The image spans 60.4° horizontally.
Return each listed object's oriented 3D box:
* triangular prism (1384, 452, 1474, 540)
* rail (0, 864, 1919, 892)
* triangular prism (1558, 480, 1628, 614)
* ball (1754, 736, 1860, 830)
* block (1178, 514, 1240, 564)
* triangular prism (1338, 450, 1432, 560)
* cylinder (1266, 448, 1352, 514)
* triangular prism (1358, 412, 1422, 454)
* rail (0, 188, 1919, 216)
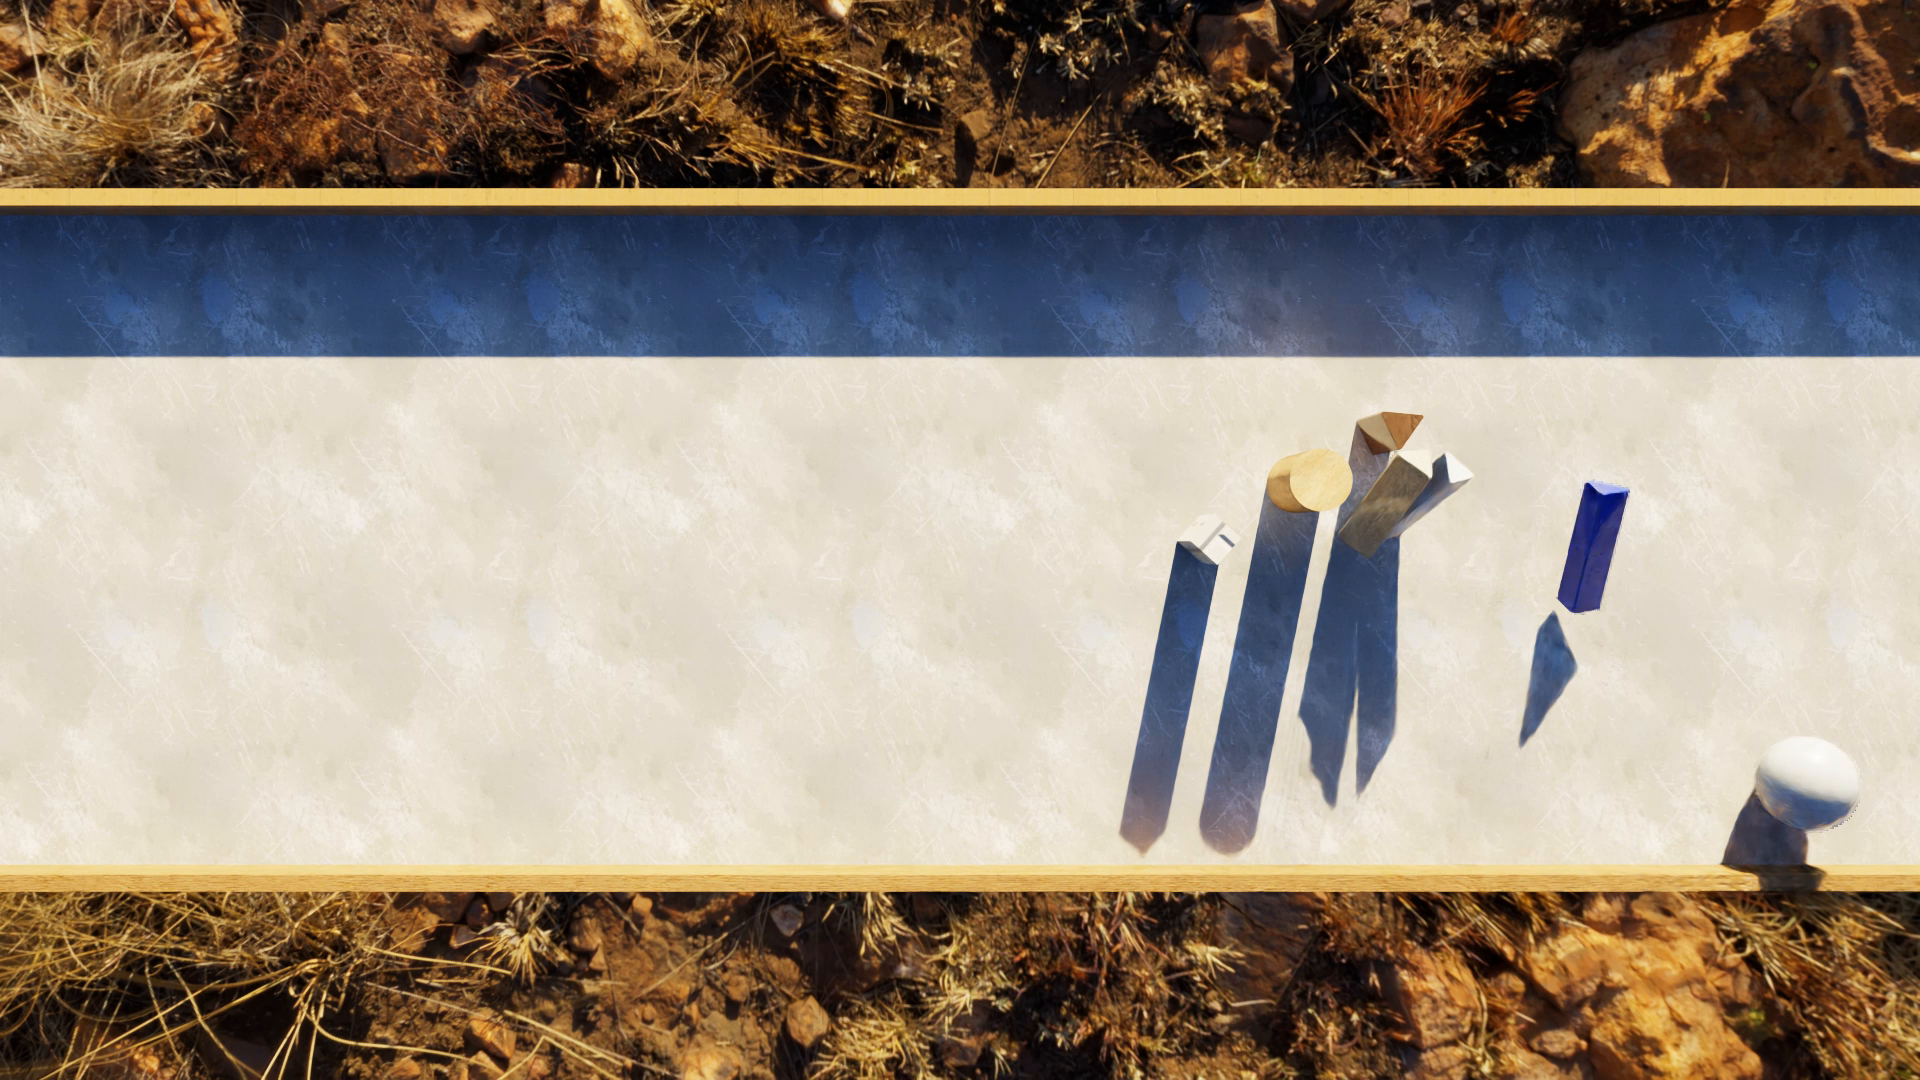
[{"bbox_3d":[1.363,-0.131,4.926,0.108,0.348,0.094,-14,68,-35],"label":"triangular prism"},{"bbox_3d":[-2.247,1.025,5.001,12.000,0.150,0.050,0,90,0],"label":"rail"},{"bbox_3d":[1.881,0.029,4.924,0.122,0.106,0.382,16,113,24],"label":"triangular prism"},{"bbox_3d":[2.533,0.728,4.936,0.281,0.281,0.281,0,90,0],"label":"ball"},{"bbox_3d":[0.741,-0.002,4.923,0.104,0.307,0.104,42,90,0],"label":"block"},{"bbox_3d":[1.280,-0.119,4.911,0.119,0.373,0.103,39,46,13],"label":"triangular prism"},{"bbox_3d":[1.034,-0.172,4.898,0.180,0.357,0.180,0,90,0],"label":"cylinder"},{"bbox_3d":[1.264,-0.340,4.923,0.104,0.307,0.120,35,90,0],"label":"triangular prism"},{"bbox_3d":[-2.247,-1.025,5.002,12.000,0.150,0.050,0,90,0],"label":"rail"}]
